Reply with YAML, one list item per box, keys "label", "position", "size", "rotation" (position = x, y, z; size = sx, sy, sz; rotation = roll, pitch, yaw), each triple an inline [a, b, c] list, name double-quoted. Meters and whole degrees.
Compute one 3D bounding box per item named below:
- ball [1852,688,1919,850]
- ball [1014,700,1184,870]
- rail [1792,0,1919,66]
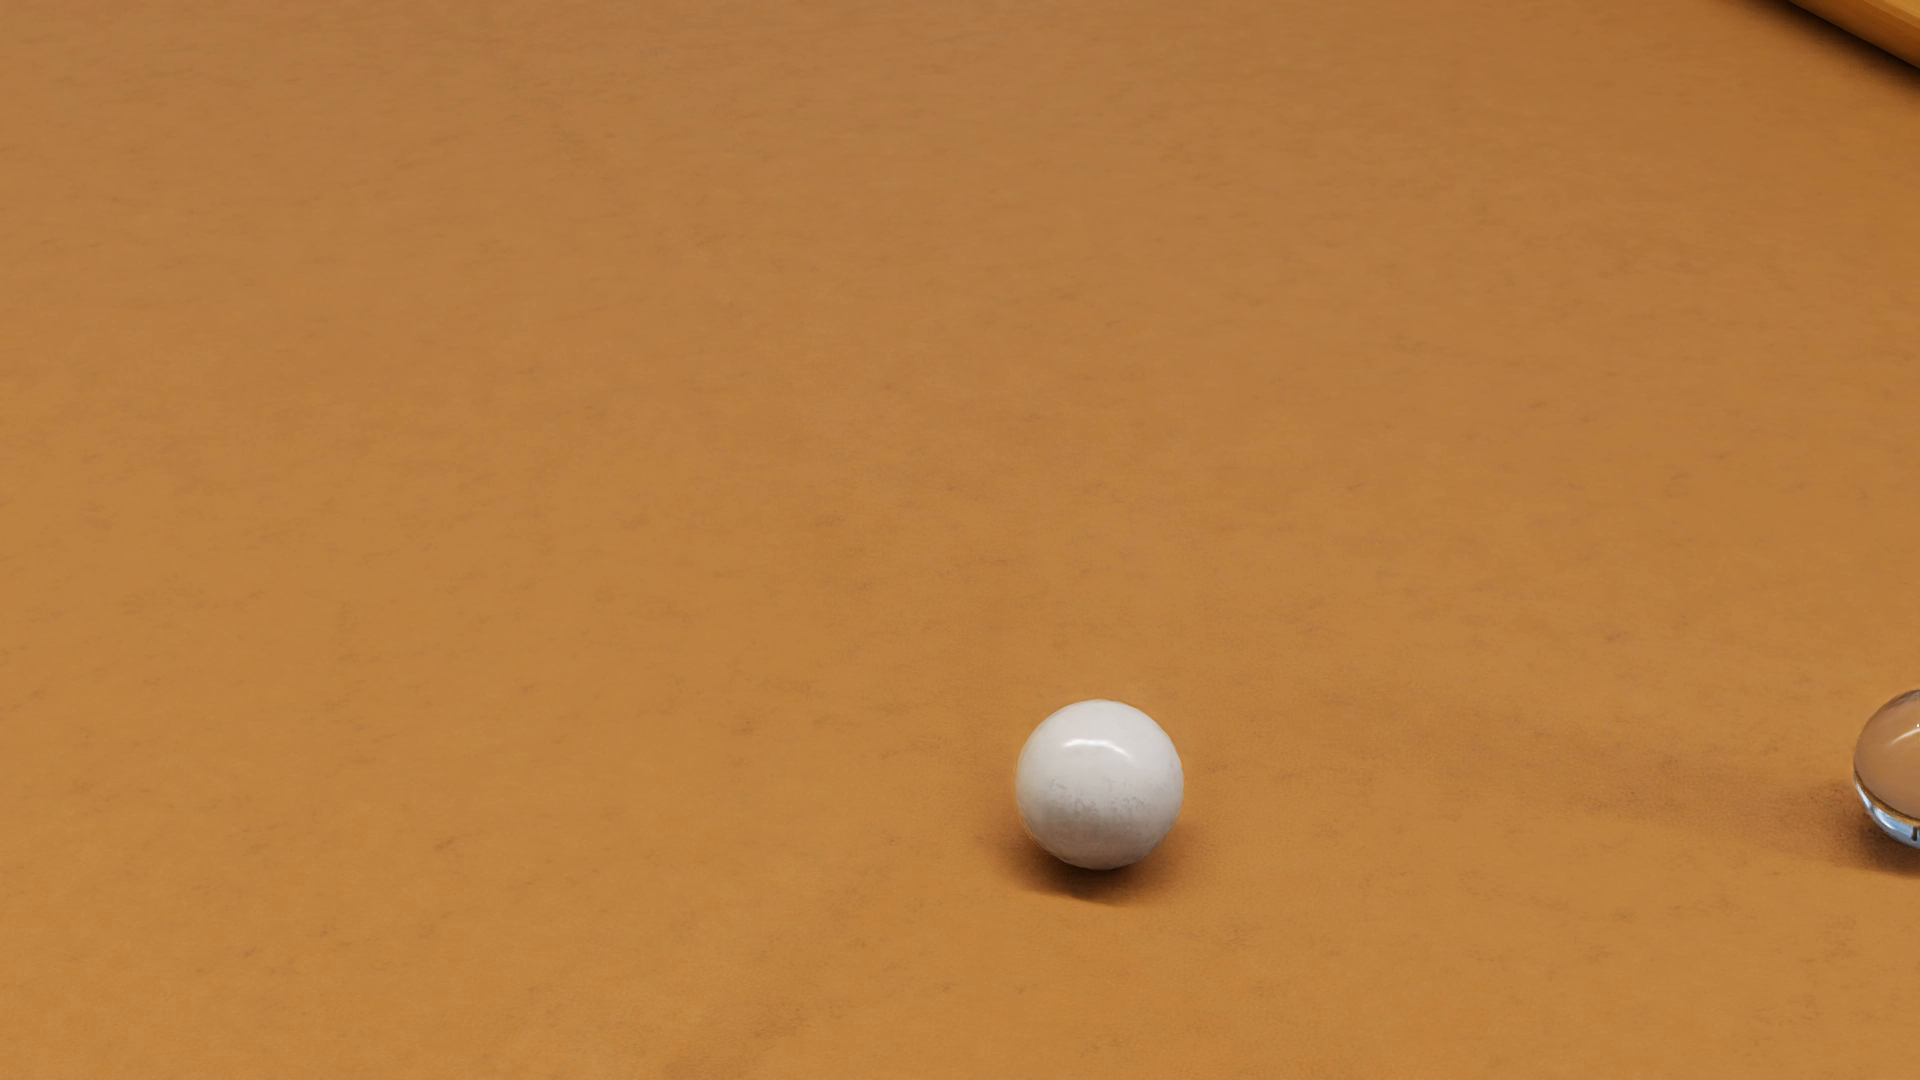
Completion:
- label: "ball"
  position: [0.515, 0.120, 1.546]
  size: [0.088, 0.088, 0.088]
  rotation: [0, 29, 0]
- label: "ball"
  position: [0.072, 0.127, 1.533]
  size: [0.088, 0.088, 0.088]
  rotation: [0, 29, 0]
- label: "rail"
  position: [0.652, -0.682, 2.942]
  size: [0.045, 0.119, 4.094]
  rotation: [-11, 31, -18]
